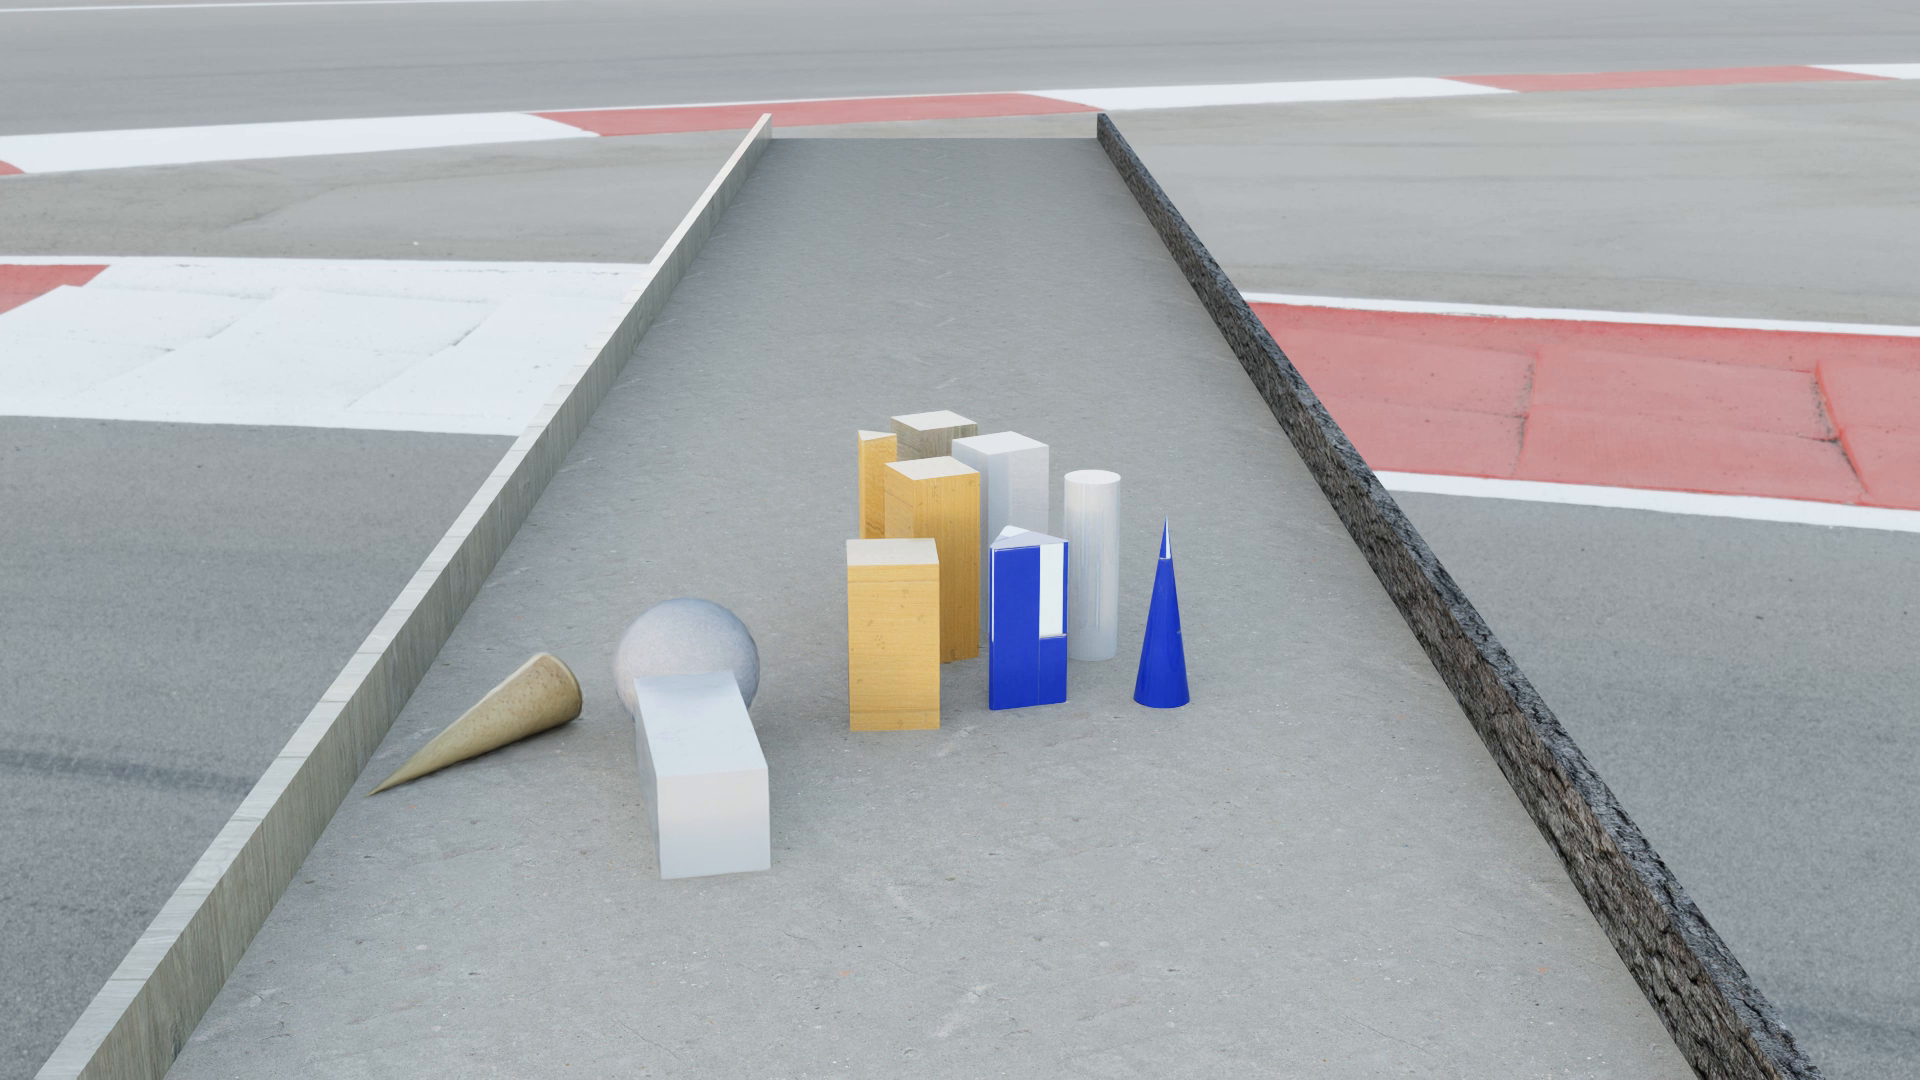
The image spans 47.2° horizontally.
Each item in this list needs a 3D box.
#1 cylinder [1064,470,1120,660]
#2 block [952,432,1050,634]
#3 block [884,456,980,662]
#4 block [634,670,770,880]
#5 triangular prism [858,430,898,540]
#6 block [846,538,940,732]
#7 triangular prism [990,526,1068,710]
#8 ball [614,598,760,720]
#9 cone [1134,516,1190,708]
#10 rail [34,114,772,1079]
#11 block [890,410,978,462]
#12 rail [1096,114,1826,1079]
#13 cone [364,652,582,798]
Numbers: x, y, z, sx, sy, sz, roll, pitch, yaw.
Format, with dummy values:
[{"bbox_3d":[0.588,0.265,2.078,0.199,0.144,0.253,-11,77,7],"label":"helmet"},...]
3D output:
[{"bbox_3d":[0.263,0.051,4.412,0.111,0.367,0.111,0,17,0],"label":"cylinder"},{"bbox_3d":[0.083,-0.018,4.615,0.146,0.383,0.146,-10,19,-29],"label":"block"},{"bbox_3d":[-0.056,0.041,4.412,0.143,0.385,0.143,-8,18,-24],"label":"block"},{"bbox_3d":[-0.433,0.380,3.645,0.173,0.173,0.455,-4,17,-12],"label":"block"},{"bbox_3d":[-0.189,-0.032,4.642,0.087,0.395,0.075,-12,21,-36],"label":"triangular prism"},{"bbox_3d":[-0.125,0.174,4.082,0.165,0.319,0.165,-1,17,-4],"label":"block"},{"bbox_3d":[0.111,0.144,4.184,0.151,0.319,0.131,-5,17,-17],"label":"triangular prism"},{"bbox_3d":[-0.493,0.235,3.973,0.264,0.264,0.264,0,17,0],"label":"ball"},{"bbox_3d":[0.386,0.127,4.156,0.108,0.367,0.108,0,17,0],"label":"cone"},{"bbox_3d":[-1.118,-0.838,7.780,0.050,0.150,12.000,0,17,-1],"label":"rail"},{"bbox_3d":[-0.057,-0.085,4.866,0.141,0.369,0.141,-9,19,-27],"label":"block"},{"bbox_3d":[0.932,-0.844,7.801,0.050,0.150,12.000,0,17,-1],"label":"rail"},{"bbox_3d":[-0.884,0.356,3.906,0.141,0.141,0.456,12,29,35],"label":"cone"}]
